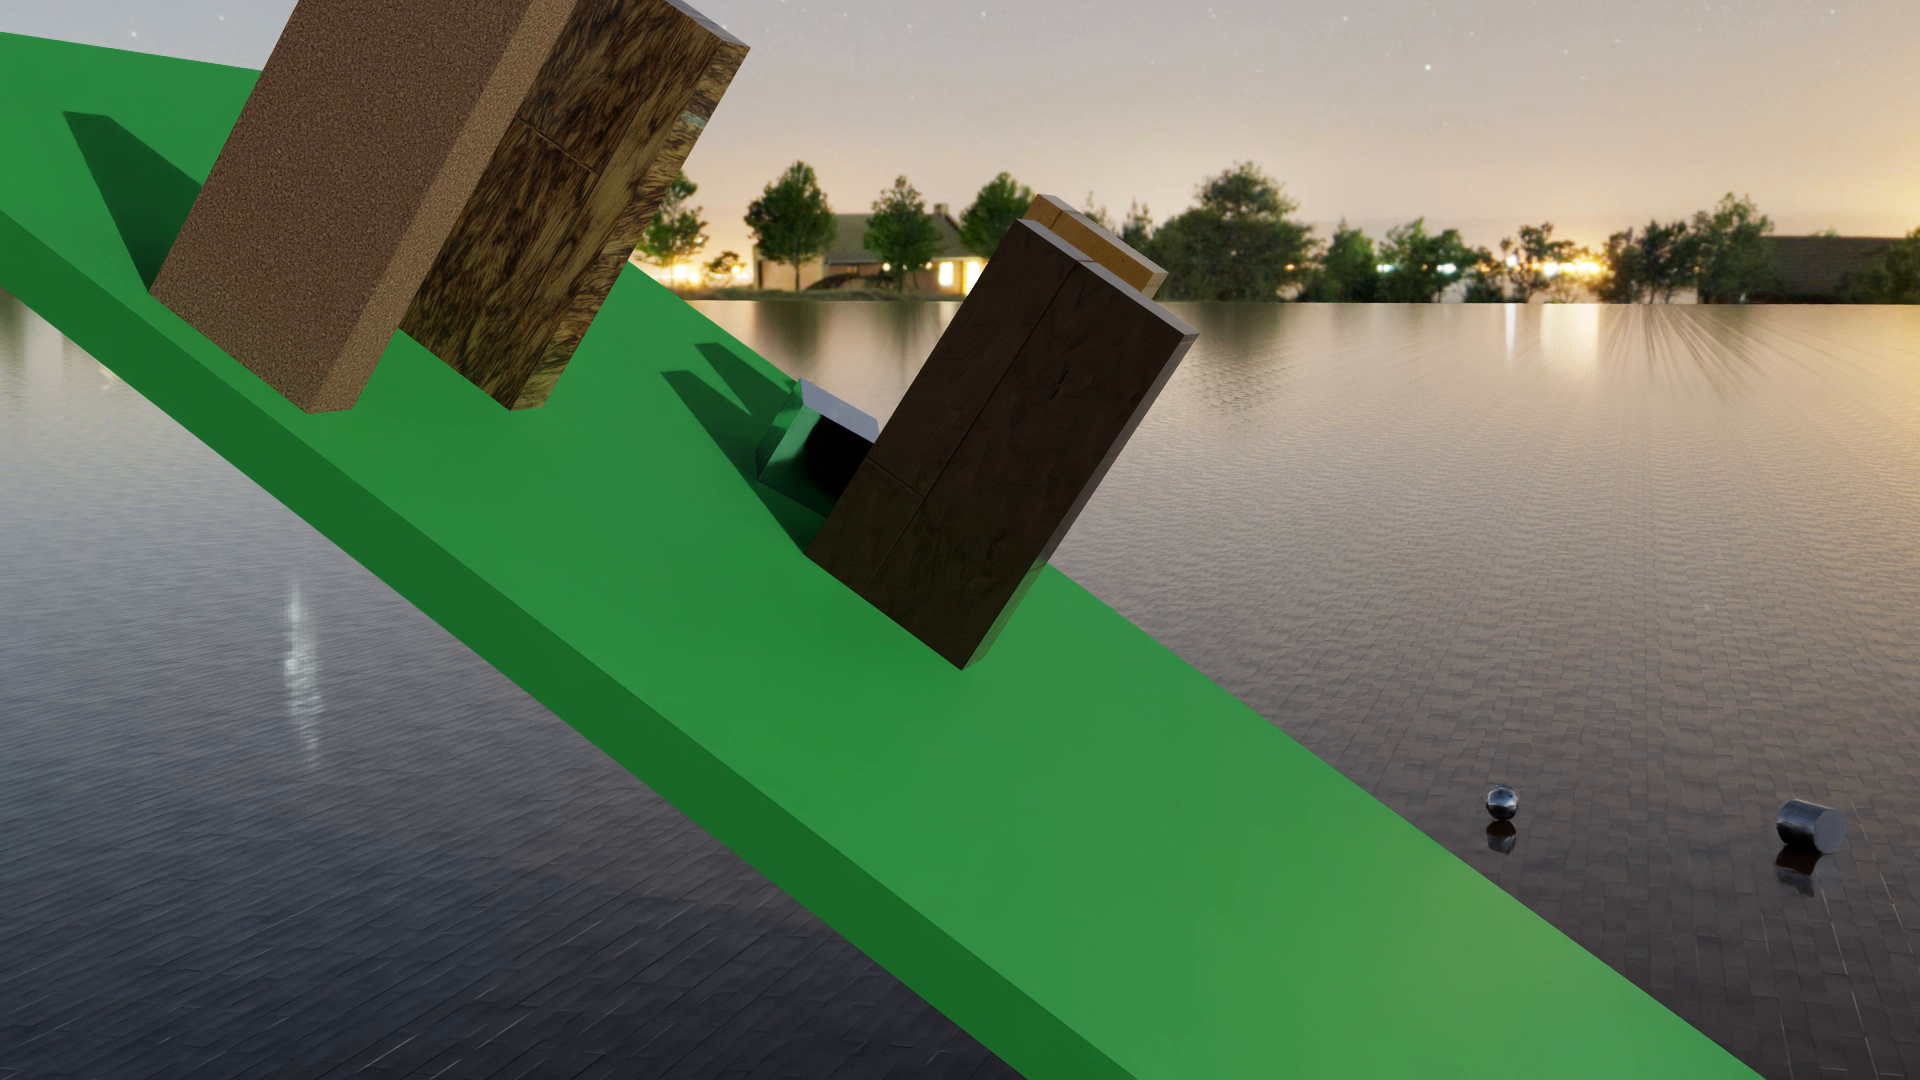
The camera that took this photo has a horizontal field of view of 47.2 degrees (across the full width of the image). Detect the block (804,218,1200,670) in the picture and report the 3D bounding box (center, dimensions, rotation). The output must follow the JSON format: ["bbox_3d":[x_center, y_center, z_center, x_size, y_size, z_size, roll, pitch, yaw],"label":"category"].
[{"bbox_3d":[0.072,-0.174,4.046,0.370,0.742,0.140,36,15,10],"label":"block"}]

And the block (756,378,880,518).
[{"bbox_3d":[-0.286,-0.183,4.425,0.182,0.182,0.182,29,16,-16],"label":"block"}]

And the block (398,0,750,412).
[{"bbox_3d":[-0.717,-0.640,3.873,0.348,0.754,0.121,36,15,10],"label":"block"}]

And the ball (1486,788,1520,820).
[{"bbox_3d":[1.843,0.897,7.472,0.111,0.111,0.111,0,7,0],"label":"ball"}]

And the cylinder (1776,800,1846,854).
[{"bbox_3d":[2.748,0.924,7.102,0.146,0.146,0.146,-4,8,-28],"label":"cylinder"}]

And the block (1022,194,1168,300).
[{"bbox_3d":[0.079,-0.287,4.371,0.275,0.763,0.136,36,15,10],"label":"block"}]

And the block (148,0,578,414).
[{"bbox_3d":[-0.916,-0.597,3.353,0.332,0.745,0.124,36,15,10],"label":"block"}]

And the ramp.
[{"bbox_3d":[-0.121,0.205,4.096,4.000,0.100,2.000,36,15,10],"label":"ramp"}]
